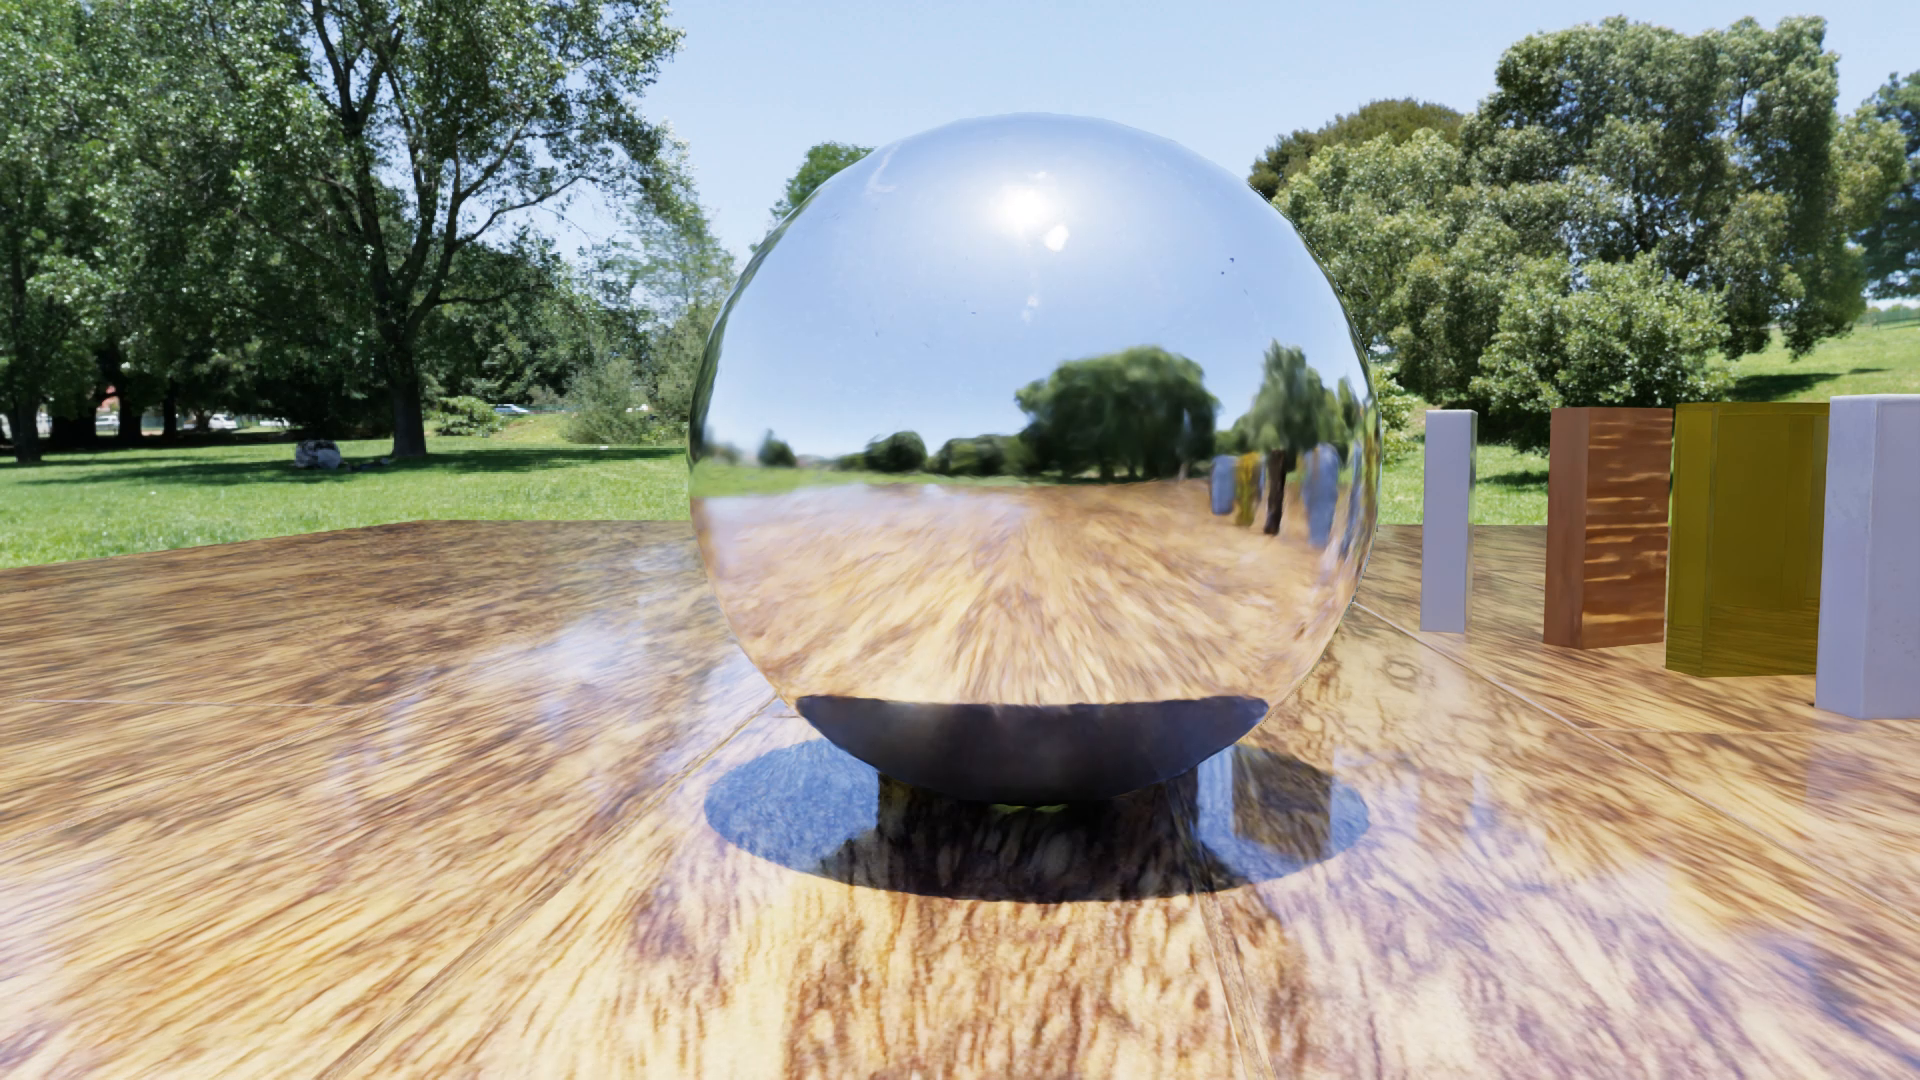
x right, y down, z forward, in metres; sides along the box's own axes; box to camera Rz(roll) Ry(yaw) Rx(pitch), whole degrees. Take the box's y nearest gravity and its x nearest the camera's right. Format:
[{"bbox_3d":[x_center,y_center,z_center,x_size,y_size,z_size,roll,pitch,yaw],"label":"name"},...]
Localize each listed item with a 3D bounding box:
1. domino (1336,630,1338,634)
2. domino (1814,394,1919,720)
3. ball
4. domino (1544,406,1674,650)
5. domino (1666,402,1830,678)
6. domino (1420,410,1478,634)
[{"bbox_3d":[0.075,-0.005,0.296,0.009,0.050,0.025,-2,5,-23],"label":"domino"},{"bbox_3d":[0.151,0.002,0.202,0.025,0.050,0.009,0,4,-5],"label":"domino"},{"bbox_3d":[0.008,-0.009,0.153,0.080,0.080,0.080,0,4,0],"label":"ball"},{"bbox_3d":[0.138,-0.003,0.273,0.025,0.050,0.010,-2,5,-25],"label":"domino"},{"bbox_3d":[0.147,0.000,0.238,0.025,0.050,0.010,-1,4,-8],"label":"domino"},{"bbox_3d":[0.114,-0.005,0.299,0.009,0.050,0.025,2,5,25],"label":"domino"}]
